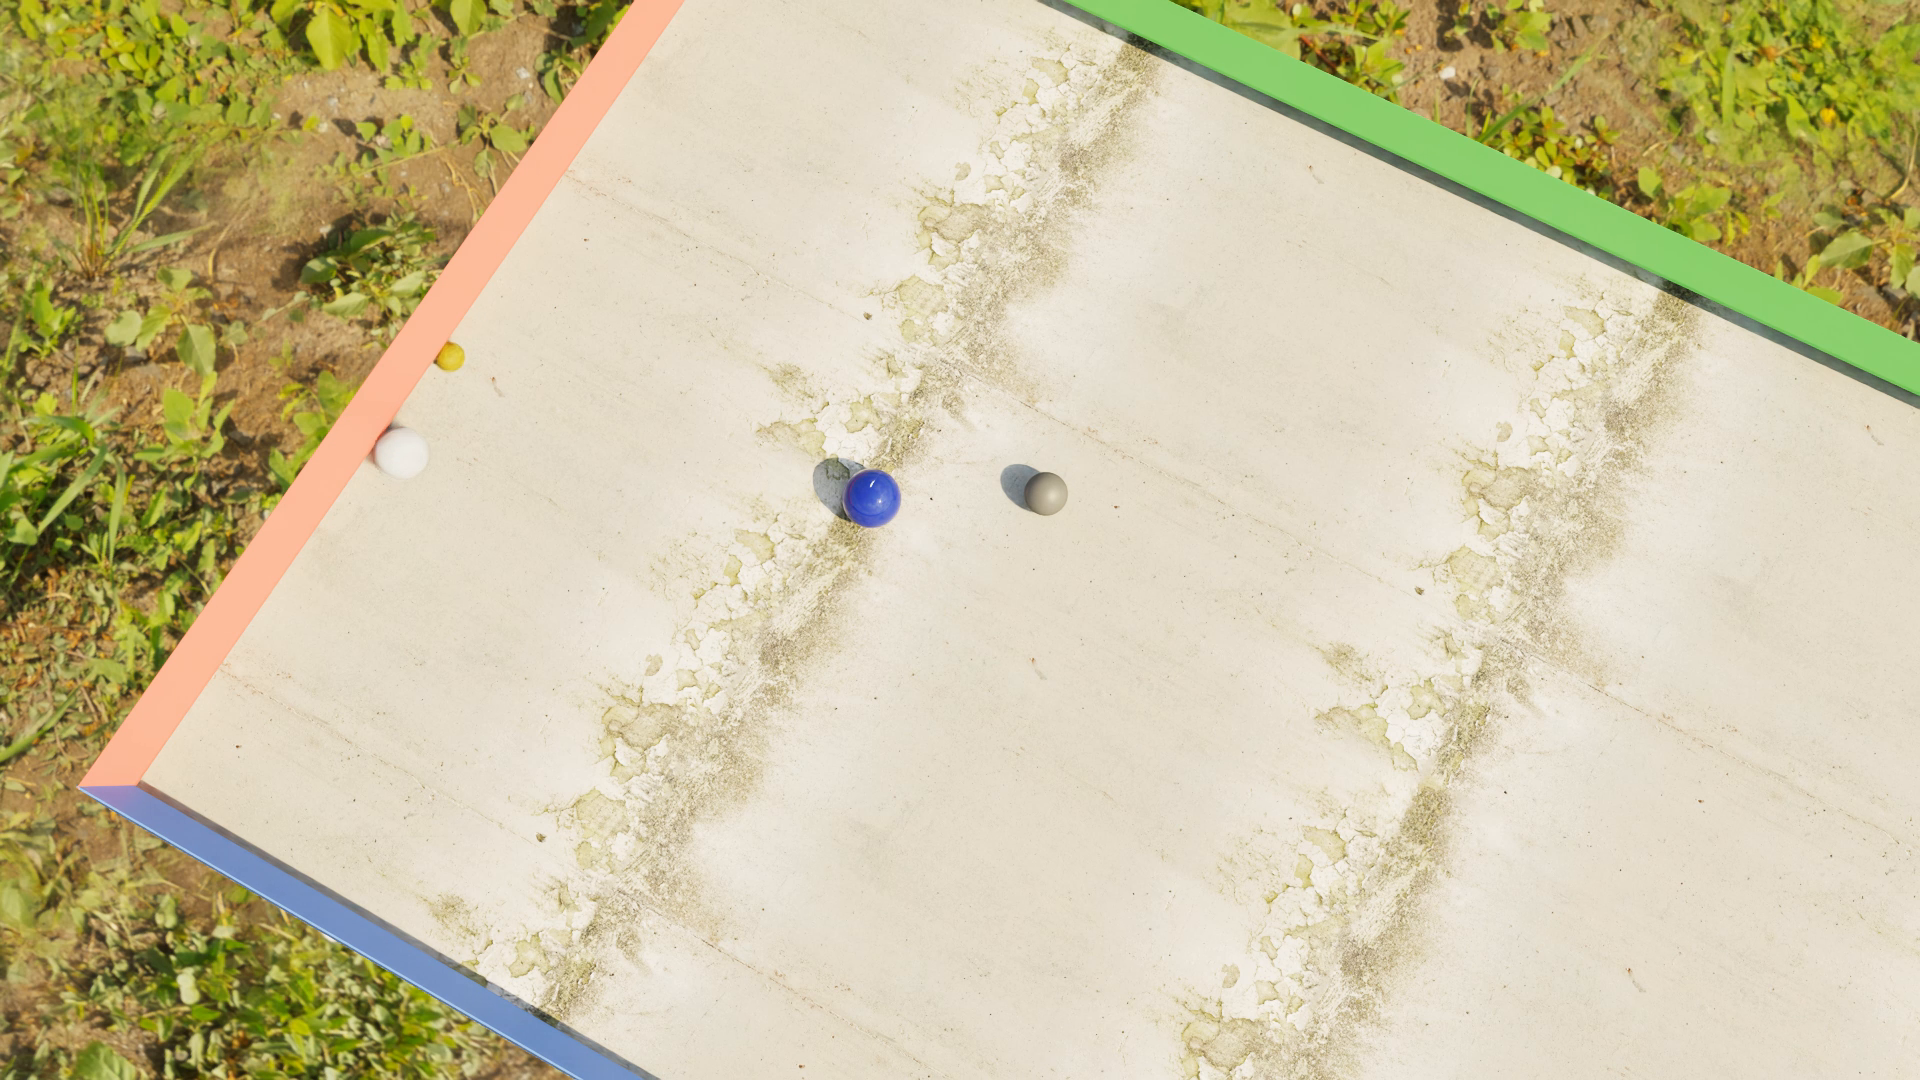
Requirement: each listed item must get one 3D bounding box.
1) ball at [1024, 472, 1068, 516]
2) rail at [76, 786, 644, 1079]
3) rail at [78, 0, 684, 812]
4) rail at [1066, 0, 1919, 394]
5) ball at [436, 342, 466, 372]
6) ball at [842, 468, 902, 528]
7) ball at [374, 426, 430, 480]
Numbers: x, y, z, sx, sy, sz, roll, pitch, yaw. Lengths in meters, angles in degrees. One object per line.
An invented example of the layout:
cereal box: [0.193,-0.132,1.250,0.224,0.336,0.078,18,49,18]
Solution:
ball: [0.136,-0.073,3.485,0.070,0.070,0.070,0,69,0]
rail: [0.352,1.206,2.972,3.735,0.123,0.045,27,72,10]
rail: [-0.798,-0.419,3.586,0.045,0.123,1.987,27,72,10]
rail: [1.285,-0.384,3.573,3.735,0.123,0.045,27,72,10]
ball: [-0.830,-0.298,3.582,0.049,0.049,0.049,0,69,0]
ball: [-0.139,-0.066,3.469,0.095,0.095,0.095,0,69,0]
ball: [-0.888,-0.138,3.501,0.085,0.085,0.085,0,69,0]
